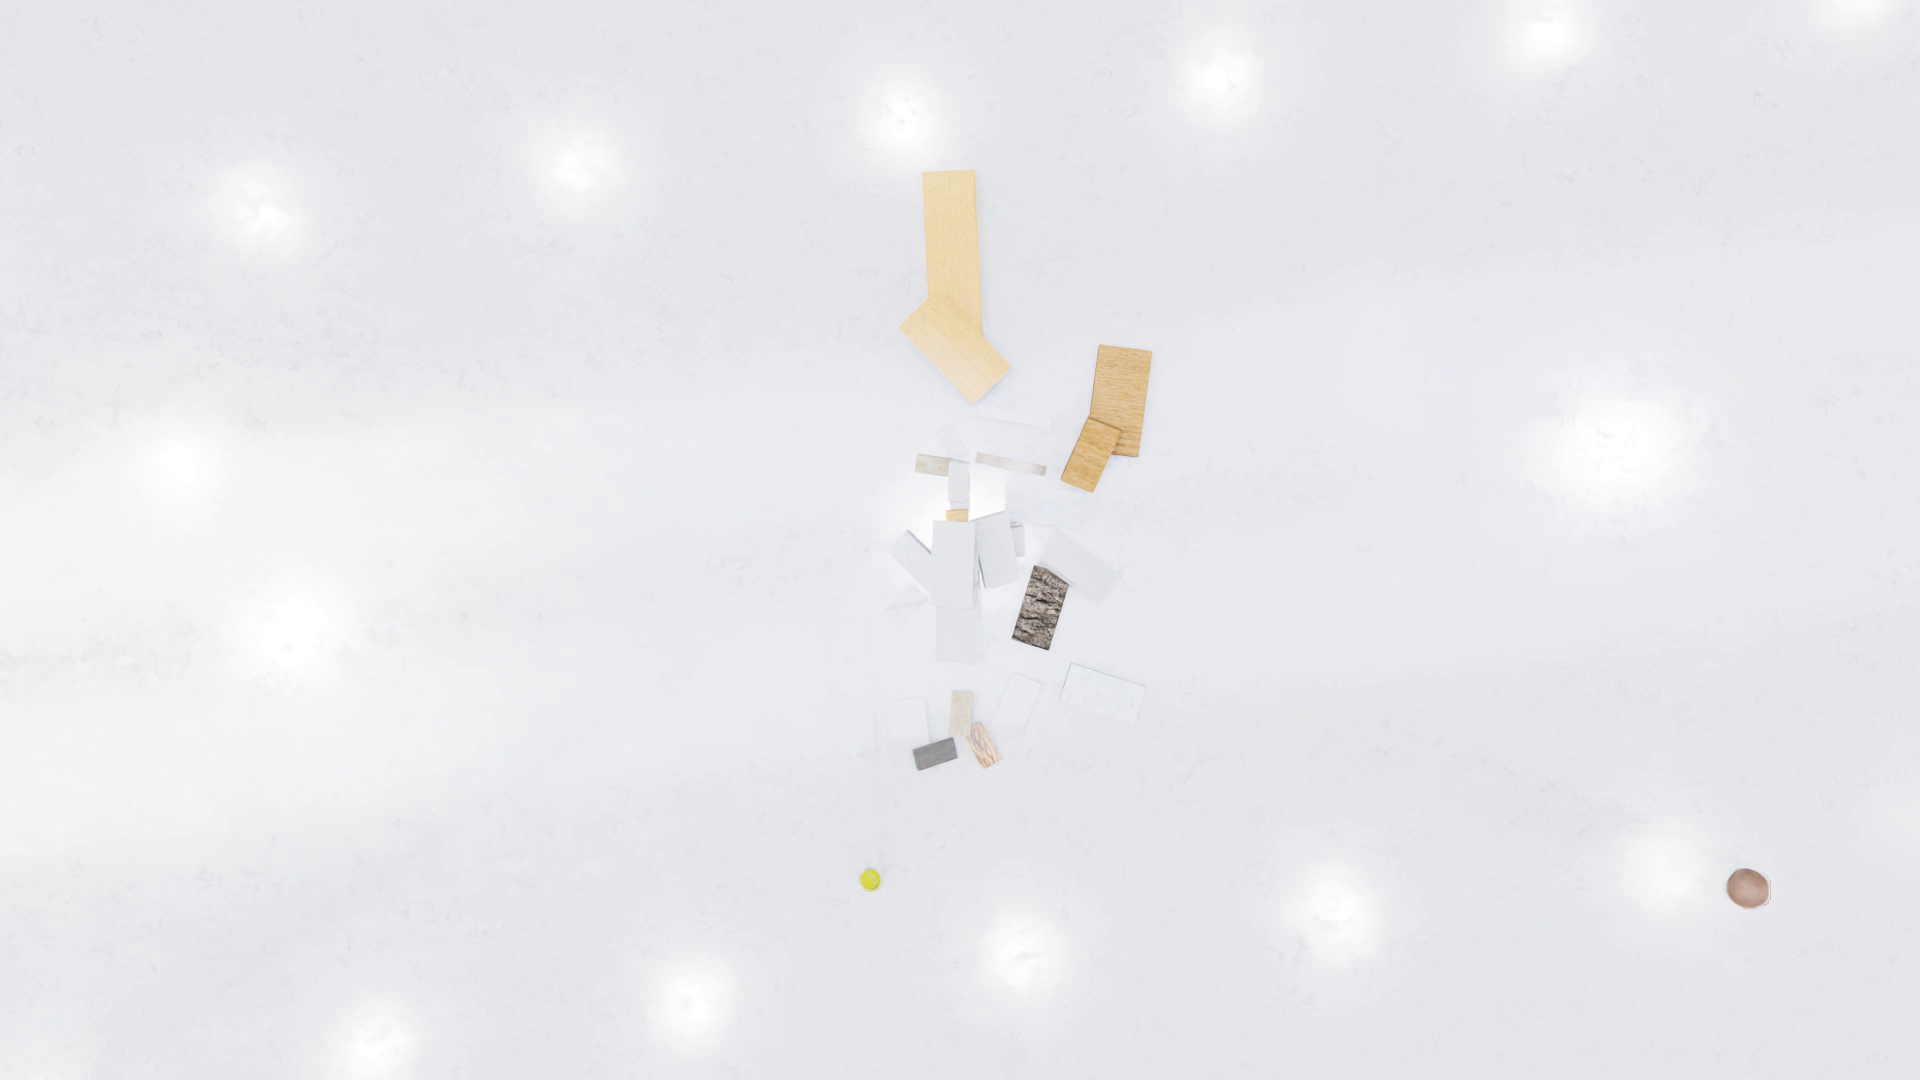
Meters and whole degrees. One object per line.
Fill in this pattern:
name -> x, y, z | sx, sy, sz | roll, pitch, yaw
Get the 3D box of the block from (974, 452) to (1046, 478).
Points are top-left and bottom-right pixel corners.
block -> 0.166, -0.248, 5.442 | 0.233, 0.117, 0.033 | 12, 90, 0

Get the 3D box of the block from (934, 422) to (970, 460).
block -> -0.026, -0.323, 5.491 | 0.061, 0.017, 0.122 | -33, 90, 0

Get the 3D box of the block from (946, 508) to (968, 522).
block -> -0.009, -0.027, 5.462 | 0.075, 0.021, 0.149 | -2, 107, 1

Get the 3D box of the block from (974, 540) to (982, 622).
block -> -0.004, 0.135, 5.419 | 0.137, 0.039, 0.275 | 0, 113, 8

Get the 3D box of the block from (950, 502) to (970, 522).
block -> -0.002, -0.063, 5.474 | 0.066, 0.019, 0.131 | 1, 105, 0

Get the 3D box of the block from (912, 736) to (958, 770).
block -> -0.082, 0.707, 5.458 | 0.146, 0.021, 0.073 | -15, 93, -25

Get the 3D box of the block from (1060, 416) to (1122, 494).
block -> 0.431, -0.281, 5.438 | 0.117, 0.033, 0.233 | 21, 111, -5

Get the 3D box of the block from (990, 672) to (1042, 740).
block -> 0.186, 0.552, 5.486 | 0.101, 0.029, 0.203 | 22, 90, 0

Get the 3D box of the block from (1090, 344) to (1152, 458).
block -> 0.526, -0.461, 5.475 | 0.176, 0.050, 0.353 | 7, 90, 0

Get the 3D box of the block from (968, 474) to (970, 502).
block -> 0.001, -0.156, 5.469 | 0.066, 0.019, 0.131 | 0, 108, 2

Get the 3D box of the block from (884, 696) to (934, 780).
block -> -0.168, 0.660, 5.482 | 0.130, 0.037, 0.259 | -8, 90, 0

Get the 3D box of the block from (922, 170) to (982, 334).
block -> -0.023, -0.912, 5.475 | 0.176, 0.050, 0.619 | -3, 90, 0

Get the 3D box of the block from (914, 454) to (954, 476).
block -> -0.085, -0.248, 5.481 | 0.122, 0.017, 0.061 | 8, 108, 1

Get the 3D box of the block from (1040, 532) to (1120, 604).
block -> 0.395, 0.095, 5.460 | 0.241, 0.034, 0.121 | 36, 66, 0

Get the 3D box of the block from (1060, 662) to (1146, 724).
block -> 0.473, 0.510, 5.482 | 0.259, 0.037, 0.130 | 18, 90, 0

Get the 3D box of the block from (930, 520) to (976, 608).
block -> -0.022, 0.076, 5.336 | 0.137, 0.039, 0.275 | 3, 96, 8

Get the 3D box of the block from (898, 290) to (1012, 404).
block -> -0.016, -0.632, 5.425 | 0.176, 0.050, 0.353 | -45, 90, 0

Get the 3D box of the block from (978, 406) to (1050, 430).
block -> 0.179, -0.403, 5.442 | 0.233, 0.117, 0.033 | 10, 90, 0

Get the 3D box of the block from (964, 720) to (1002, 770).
block -> 0.072, 0.683, 5.490 | 0.073, 0.021, 0.146 | -29, 90, 0

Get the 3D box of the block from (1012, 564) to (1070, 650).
block -> 0.270, 0.225, 5.482 | 0.130, 0.037, 0.259 | 17, 90, 0

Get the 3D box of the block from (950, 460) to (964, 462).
block -> -0.006, -0.203, 5.473 | 0.061, 0.017, 0.122 | 6, 108, 0

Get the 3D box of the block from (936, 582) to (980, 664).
block -> -0.008, 0.272, 5.427 | 0.137, 0.039, 0.274 | 4, 110, 7

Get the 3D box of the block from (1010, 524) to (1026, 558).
block -> 0.114, 0.012, 5.448 | 0.203, 0.029, 0.101 | -7, 108, -13

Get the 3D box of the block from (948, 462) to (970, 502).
block -> -0.006, -0.191, 5.438 | 0.066, 0.019, 0.131 | 3, 108, 1

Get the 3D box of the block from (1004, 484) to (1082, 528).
block -> 0.276, -0.110, 5.483 | 0.251, 0.034, 0.121 | 6, 90, 0

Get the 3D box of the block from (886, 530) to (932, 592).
block -> -0.135, 0.071, 5.467 | 0.202, 0.029, 0.101 | 44, 112, 0

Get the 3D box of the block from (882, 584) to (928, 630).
block -> -0.184, 0.223, 5.489 | 0.149, 0.021, 0.075 | -42, 90, 0

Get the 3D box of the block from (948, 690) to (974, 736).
block -> 0.004, 0.576, 5.477 | 0.073, 0.021, 0.146 | 4, 83, 5

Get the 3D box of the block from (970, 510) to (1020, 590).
block -> 0.117, 0.034, 5.422 | 0.121, 0.034, 0.241 | -16, 110, -10
